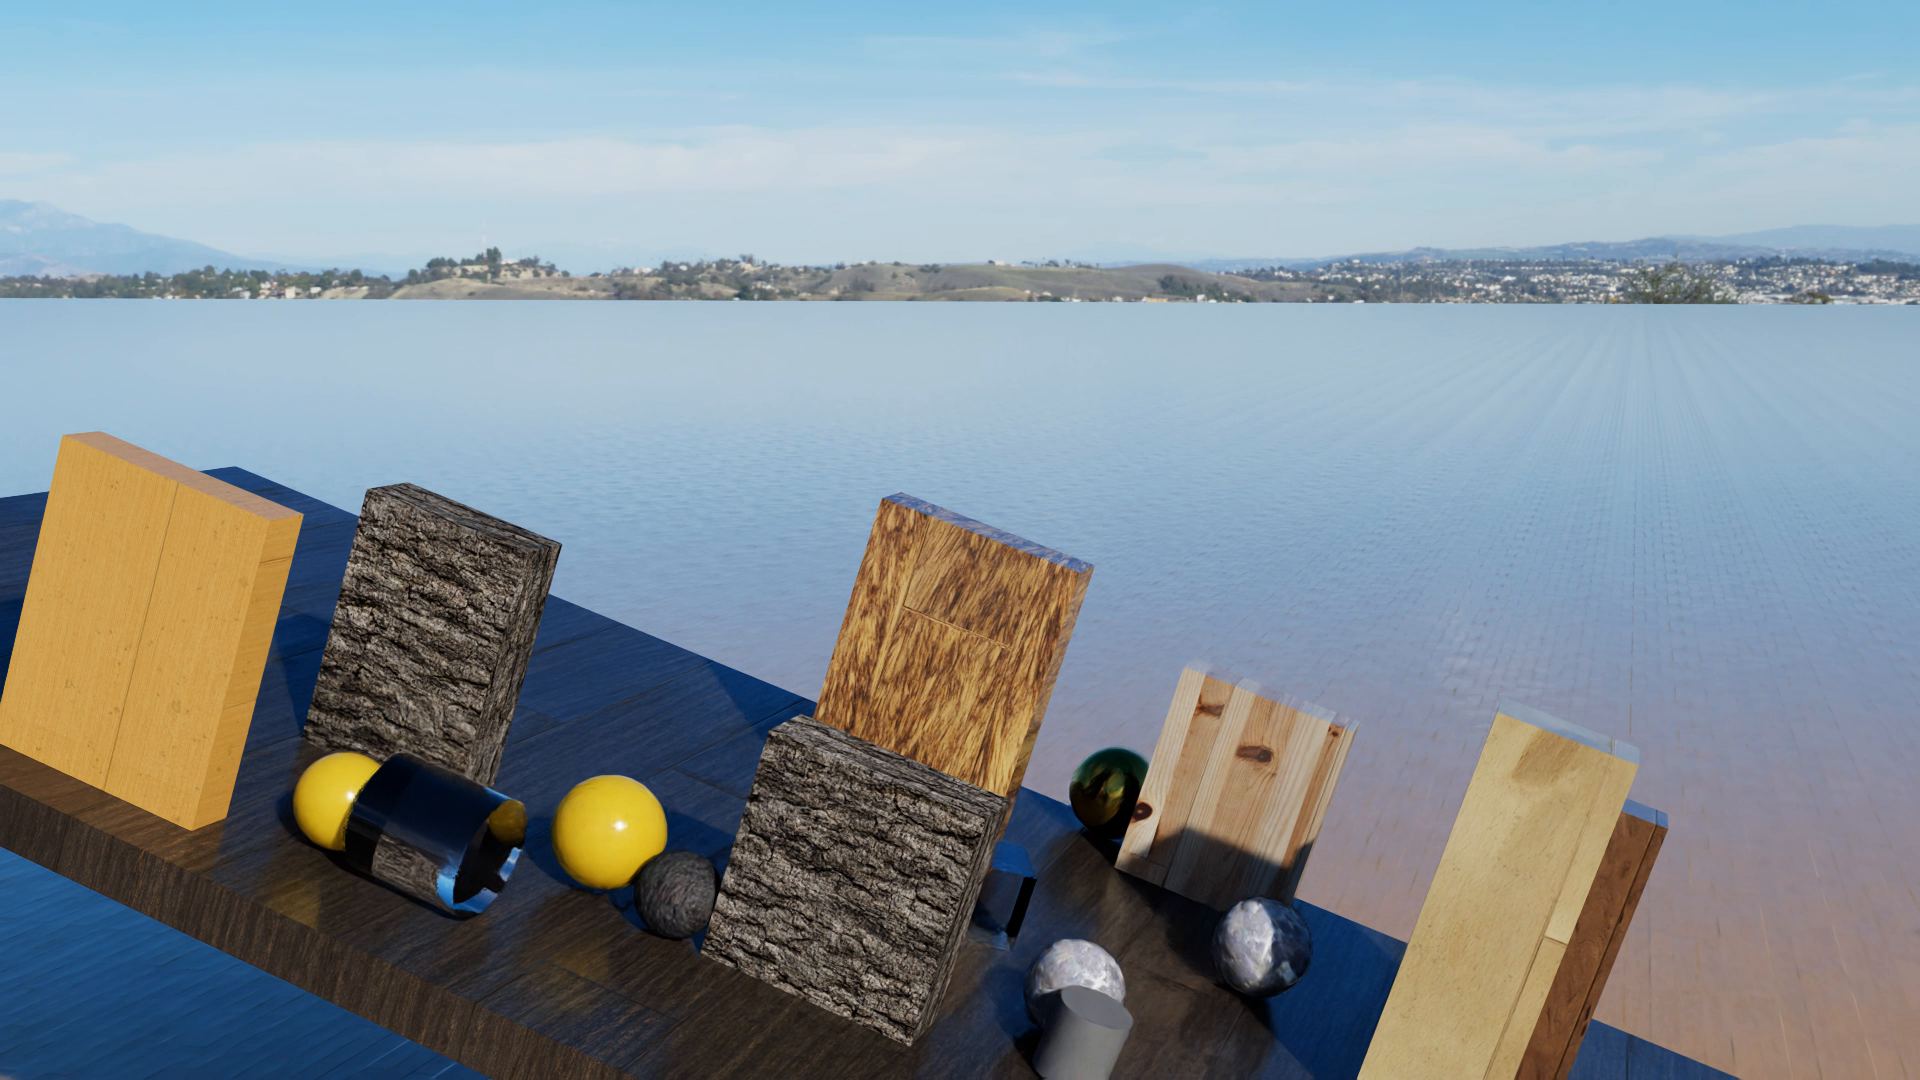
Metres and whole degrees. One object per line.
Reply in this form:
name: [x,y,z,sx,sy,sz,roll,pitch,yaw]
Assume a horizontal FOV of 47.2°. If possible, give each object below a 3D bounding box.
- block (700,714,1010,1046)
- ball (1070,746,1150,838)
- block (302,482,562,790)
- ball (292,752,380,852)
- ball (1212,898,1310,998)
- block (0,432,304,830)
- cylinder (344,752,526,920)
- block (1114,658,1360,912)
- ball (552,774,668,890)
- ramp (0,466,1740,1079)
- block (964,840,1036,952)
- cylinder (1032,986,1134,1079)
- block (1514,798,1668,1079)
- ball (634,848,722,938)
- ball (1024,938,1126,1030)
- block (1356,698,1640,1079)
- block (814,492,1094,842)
block: [-0.177,0.564,3.680,0.393,0.411,0.145,21,12,14]
ball: [0.348,0.567,4.936,0.205,0.205,0.205,0,7,0]
block: [-0.969,0.187,4.028,0.332,0.493,0.139,21,12,14]
ball: [-1.018,0.433,3.640,0.164,0.164,0.164,0,7,0]
ball: [0.587,0.794,4.287,0.191,0.191,0.191,0,7,0]
block: [-1.328,0.145,3.585,0.401,0.537,0.092,21,12,14]
cylinder: [-0.850,0.480,3.573,0.207,0.207,0.207,21,13,15]
block: [0.594,0.549,4.727,0.380,0.473,0.112,21,12,14]
ball: [-0.605,0.505,3.794,0.199,0.199,0.199,0,7,0]
ramp: [-0.352,0.662,4.223,4.000,0.100,2.000,21,12,14]
block: [0.040,0.664,4.173,0.152,0.152,0.152,16,12,-11]
cylinder: [0.205,0.835,3.668,0.130,0.130,0.130,20,14,-5]
block: [1.087,0.756,4.170,0.290,0.612,0.120,21,12,14]
ball: [-0.477,0.598,3.722,0.150,0.150,0.150,0,7,0]
ball: [0.198,0.781,3.815,0.176,0.176,0.176,0,7,0]
block: [0.932,0.687,3.864,0.246,0.772,0.143,21,12,14]
block: [-0.038,0.283,4.591,0.443,0.644,0.125,21,12,14]
